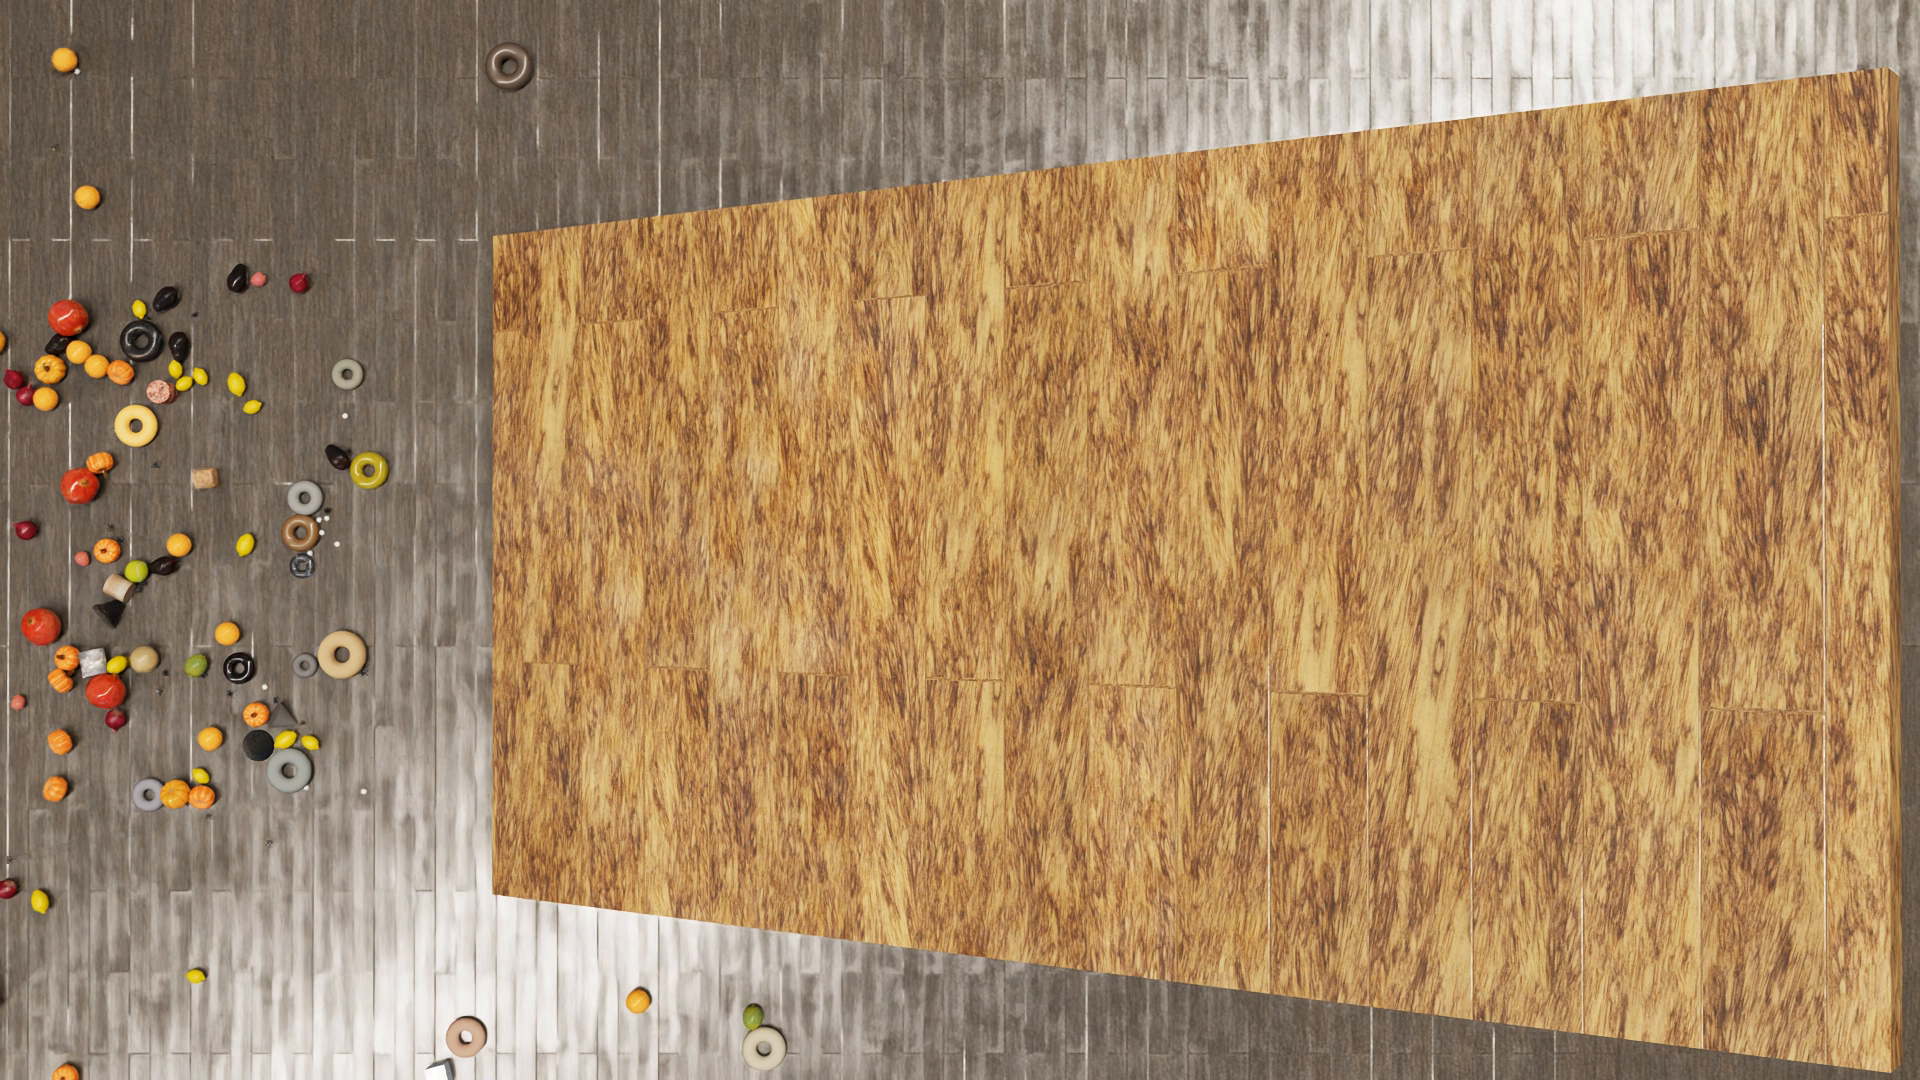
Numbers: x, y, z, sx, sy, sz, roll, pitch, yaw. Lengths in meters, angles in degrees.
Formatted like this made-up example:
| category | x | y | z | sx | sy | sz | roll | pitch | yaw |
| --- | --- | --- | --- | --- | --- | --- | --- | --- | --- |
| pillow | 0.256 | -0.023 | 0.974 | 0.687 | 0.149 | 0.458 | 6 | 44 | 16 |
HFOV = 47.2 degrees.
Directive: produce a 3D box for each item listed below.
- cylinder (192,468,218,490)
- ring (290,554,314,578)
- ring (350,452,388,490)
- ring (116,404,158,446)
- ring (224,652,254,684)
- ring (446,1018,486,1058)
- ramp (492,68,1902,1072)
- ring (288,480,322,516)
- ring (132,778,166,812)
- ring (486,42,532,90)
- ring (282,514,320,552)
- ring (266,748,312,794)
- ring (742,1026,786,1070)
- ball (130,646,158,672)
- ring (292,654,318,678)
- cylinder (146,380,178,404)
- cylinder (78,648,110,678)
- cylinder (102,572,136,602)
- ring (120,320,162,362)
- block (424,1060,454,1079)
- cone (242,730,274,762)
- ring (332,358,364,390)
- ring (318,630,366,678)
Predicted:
| category | x | y | z | sx | sy | sz | roll | pitch | yaw |
| --- | --- | --- | --- | --- | --- | --- | --- | --- | --- |
| cylinder | -2.310 | -0.187 | 6.734 | 0.059 | 0.059 | 0.059 | -8 | 90 | 0 |
| ring | -2.019 | 0.080 | 6.749 | 0.078 | 0.026 | 0.078 | 0 | 88 | -1 |
| ring | -1.813 | -0.213 | 6.745 | 0.117 | 0.039 | 0.117 | 0 | 90 | 1 |
| ring | -2.526 | -0.351 | 6.744 | 0.130 | 0.043 | 0.130 | 0 | 91 | 0 |
| ring | -2.211 | 0.394 | 6.743 | 0.098 | 0.033 | 0.098 | 0 | 89 | -1 |
| ring | -1.513 | 1.523 | 6.730 | 0.122 | 0.041 | 0.122 | 0 | 88 | 0 |
| ramp | 0.243 | 0.067 | 5.568 | 4.000 | 0.100 | 2.000 | 0 | 89 | 35 |
| ring | -2.009 | -0.129 | 6.745 | 0.109 | 0.036 | 0.109 | 0 | 90 | 1 |
| ring | -2.484 | 0.781 | 6.739 | 0.103 | 0.034 | 0.103 | 0 | 90 | -1 |
| ring | -1.384 | -1.454 | 6.749 | 0.148 | 0.049 | 0.148 | 0 | 91 | 0 |
| ring | -2.023 | -0.022 | 6.743 | 0.116 | 0.039 | 0.116 | 0 | 88 | -1 |
| ring | -2.054 | 0.707 | 6.734 | 0.139 | 0.046 | 0.139 | 0 | 91 | 0 |
| ring | -0.600 | 1.557 | 6.728 | 0.136 | 0.045 | 0.136 | 0 | 91 | 0 |
| ball | -2.493 | 0.363 | 6.717 | 0.084 | 0.084 | 0.084 | 0 | 90 | 0 |
| ring | -2.010 | 0.385 | 6.747 | 0.077 | 0.026 | 0.077 | 0 | 90 | -1 |
| cylinder | -2.441 | -0.452 | 6.731 | 0.070 | 0.070 | 0.070 | 0 | 90 | 0 |
| cylinder | -2.648 | 0.376 | 6.721 | 0.077 | 0.077 | 0.077 | -14 | 92 | 0 |
| cylinder | -2.571 | 0.146 | 6.727 | 0.069 | 0.069 | 0.069 | 27 | 90 | 0 |
| ring | -2.511 | -0.610 | 6.746 | 0.131 | 0.044 | 0.131 | 0 | 91 | 0 |
| block | -1.592 | 1.635 | 6.719 | 0.061 | 0.061 | 0.061 | -15 | 90 | 0 |
| cone | -2.155 | 0.631 | 6.708 | 0.098 | 0.098 | 0.098 | 0 | 90 | 0 |
| ring | -1.880 | -0.508 | 6.750 | 0.097 | 0.032 | 0.097 | 0 | 90 | -1 |
| ring | -1.892 | 0.352 | 6.735 | 0.149 | 0.050 | 0.149 | 0 | 88 | 1 |
